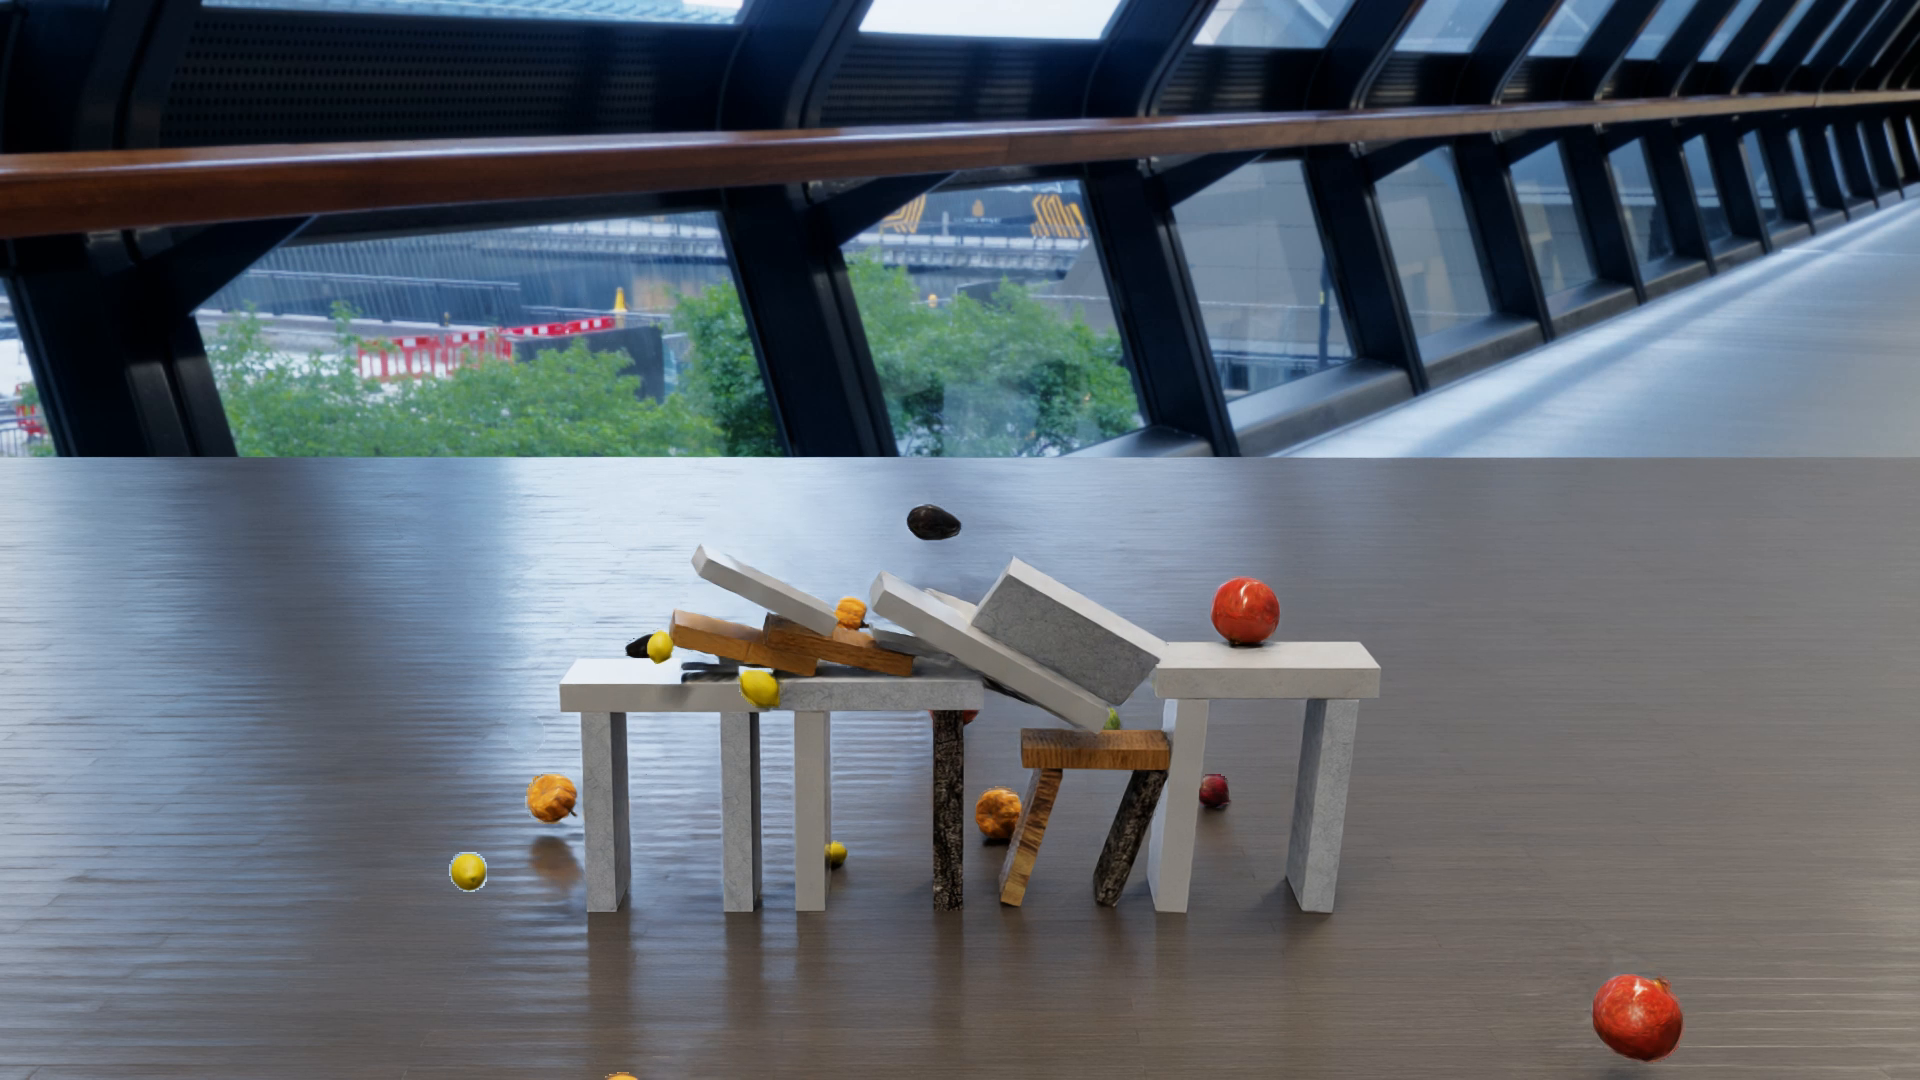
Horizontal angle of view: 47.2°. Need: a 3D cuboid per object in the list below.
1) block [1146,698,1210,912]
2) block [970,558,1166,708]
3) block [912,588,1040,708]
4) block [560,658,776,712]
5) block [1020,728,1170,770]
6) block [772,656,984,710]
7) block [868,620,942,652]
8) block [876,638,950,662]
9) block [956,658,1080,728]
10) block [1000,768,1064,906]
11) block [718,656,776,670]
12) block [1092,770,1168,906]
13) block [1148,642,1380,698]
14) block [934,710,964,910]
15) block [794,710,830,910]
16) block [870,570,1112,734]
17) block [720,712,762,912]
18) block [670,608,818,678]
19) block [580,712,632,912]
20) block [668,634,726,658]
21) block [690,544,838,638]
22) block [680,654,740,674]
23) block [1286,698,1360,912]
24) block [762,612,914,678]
[{"bbox_3d":[0.359,0.414,3.634,0.050,0.356,0.178,5,11,-1],"label":"block"},{"bbox_3d":[0.174,0.151,3.555,0.283,0.142,0.040,29,44,-6],"label":"block"},{"bbox_3d":[0.056,0.188,3.701,0.283,0.142,0.040,20,45,0],"label":"block"},{"bbox_3d":[-0.473,0.238,3.603,0.335,0.047,0.167,0,11,0],"label":"block"},{"bbox_3d":[0.220,0.344,3.616,0.237,0.034,0.118,1,11,0],"label":"block"},{"bbox_3d":[-0.132,0.234,3.604,0.338,0.048,0.169,0,11,-1],"label":"block"},{"bbox_3d":[-0.088,0.156,3.566,0.115,0.016,0.058,12,8,-10],"label":"block"},{"bbox_3d":[-0.076,0.173,3.587,0.115,0.016,0.058,13,8,-7],"label":"block"},{"bbox_3d":[0.096,0.238,3.590,0.230,0.016,0.058,30,9,-7],"label":"block"},{"bbox_3d":[0.117,0.475,3.643,0.034,0.237,0.118,17,10,-3],"label":"block"},{"bbox_3d":[-0.346,0.196,3.596,0.093,0.013,0.046,5,10,-4],"label":"block"},{"bbox_3d":[0.280,0.476,3.644,0.034,0.237,0.118,20,10,-4],"label":"block"},{"bbox_3d":[0.492,0.212,3.596,0.356,0.050,0.178,0,11,0],"label":"block"},{"bbox_3d":[-0.019,0.424,3.640,0.048,0.338,0.169,0,11,0],"label":"block"},{"bbox_3d":[-0.243,0.424,3.640,0.048,0.338,0.169,0,11,0],"label":"block"},{"bbox_3d":[0.047,0.180,3.566,0.420,0.040,0.142,29,9,-9],"label":"block"},{"bbox_3d":[-0.361,0.426,3.638,0.047,0.335,0.167,0,11,0],"label":"block"},{"bbox_3d":[-0.353,0.167,3.574,0.236,0.033,0.118,14,8,-11],"label":"block"},{"bbox_3d":[-0.584,0.426,3.638,0.047,0.335,0.167,0,11,0],"label":"block"},{"bbox_3d":[-0.426,0.170,3.580,0.093,0.013,0.046,13,8,-16],"label":"block"},{"bbox_3d":[-0.316,0.081,3.551,0.236,0.033,0.118,26,5,-16],"label":"block"},{"bbox_3d":[-0.408,0.203,3.598,0.096,0.013,0.046,5,10,-6],"label":"block"},{"bbox_3d":[0.597,0.414,3.634,0.050,0.356,0.178,5,10,-1],"label":"block"},{"bbox_3d":[-0.199,0.170,3.577,0.236,0.033,0.118,12,8,-10],"label":"block"}]
